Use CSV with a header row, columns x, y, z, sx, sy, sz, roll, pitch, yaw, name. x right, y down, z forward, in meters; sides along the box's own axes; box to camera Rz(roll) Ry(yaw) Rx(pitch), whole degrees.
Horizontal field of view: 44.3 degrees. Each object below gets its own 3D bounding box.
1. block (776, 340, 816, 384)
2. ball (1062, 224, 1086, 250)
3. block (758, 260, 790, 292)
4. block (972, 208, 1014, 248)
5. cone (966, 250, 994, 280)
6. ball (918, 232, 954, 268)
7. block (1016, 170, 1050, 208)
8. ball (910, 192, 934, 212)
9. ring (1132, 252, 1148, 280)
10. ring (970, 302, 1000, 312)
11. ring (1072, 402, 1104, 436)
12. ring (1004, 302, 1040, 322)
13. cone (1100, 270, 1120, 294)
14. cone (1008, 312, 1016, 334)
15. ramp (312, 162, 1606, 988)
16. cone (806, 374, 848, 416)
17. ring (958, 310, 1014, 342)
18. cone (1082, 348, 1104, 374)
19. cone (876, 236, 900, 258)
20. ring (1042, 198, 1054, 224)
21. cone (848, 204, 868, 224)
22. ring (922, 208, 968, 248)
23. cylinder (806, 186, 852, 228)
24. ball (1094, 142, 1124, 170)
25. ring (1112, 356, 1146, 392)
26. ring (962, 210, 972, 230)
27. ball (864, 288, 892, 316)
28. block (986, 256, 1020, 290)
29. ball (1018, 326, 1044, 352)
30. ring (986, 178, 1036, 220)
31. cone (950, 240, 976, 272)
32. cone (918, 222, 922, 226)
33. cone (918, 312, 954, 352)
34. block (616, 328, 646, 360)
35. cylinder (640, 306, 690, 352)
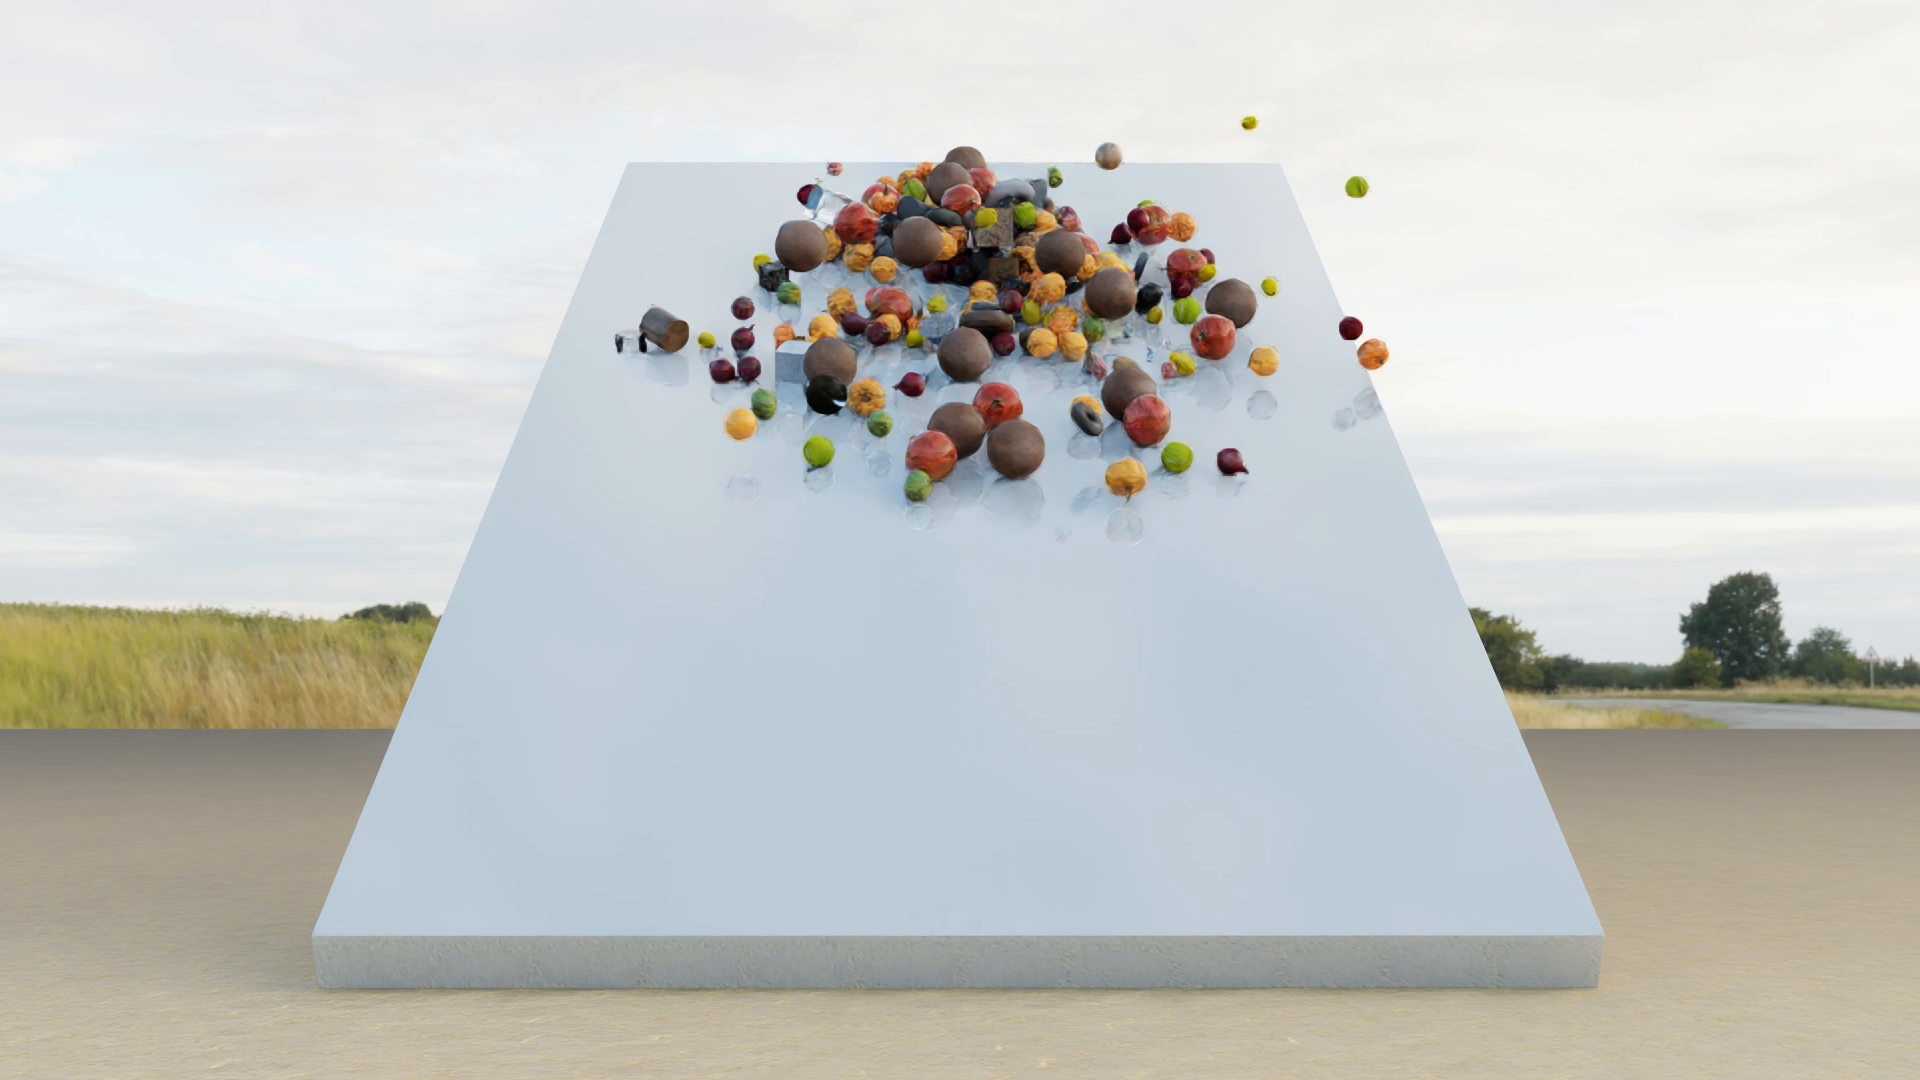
x,y,z,sx,sy,sz,roll,pitch,yaw,name
-0.394,-0.426,5.663,0.077,0.077,0.077,7,27,14,block
0.315,-0.835,6.506,0.068,0.068,0.068,0,-4,0,ball
-0.490,-0.695,6.226,0.060,0.060,0.060,-17,31,-31,block
0.086,-0.822,6.212,0.099,0.099,0.099,-2,6,-6,block
0.053,-0.744,6.310,0.083,0.083,0.083,1,22,-8,cone
-0.065,-0.785,6.371,0.096,0.096,0.096,0,-4,0,ball
0.212,-1.021,6.855,0.086,0.086,0.086,1,27,7,block
-0.113,-0.955,6.732,0.081,0.081,0.081,0,-4,0,ball
0.480,-0.730,6.289,0.026,0.077,0.077,23,-4,3,ring
0.062,-0.572,5.836,0.075,0.025,0.075,2,-8,0,ring
0.281,-0.266,5.206,0.029,0.087,0.087,-41,-25,25,ring
0.159,-0.583,6.034,0.098,0.033,0.098,4,28,-2,ring
0.375,-0.657,6.090,0.057,0.057,0.057,27,12,-6,cone
0.124,-0.556,5.943,0.052,0.052,0.052,14,25,-7,cone
-0.010,-0.228,5.463,2.000,0.100,4.000,0,26,0,ramp
-0.315,-0.336,5.519,0.096,0.096,0.096,1,-1,-7,cone
0.064,-0.530,5.843,0.137,0.046,0.137,2,-18,1,ring
0.315,-0.442,5.704,0.058,0.058,0.058,-13,32,9,cone
-0.186,-0.784,6.418,0.062,0.062,0.062,36,-12,-9,cone
0.250,-0.927,6.650,0.025,0.075,0.075,-2,-4,-11,ring
-0.290,-0.934,6.719,0.055,0.055,0.055,0,26,0,cone
-0.040,-0.843,6.403,0.135,0.045,0.135,15,-37,11,ring
-0.354,-0.900,6.385,0.092,0.092,0.092,11,-10,-35,cylinder
0.405,-1.044,6.417,0.078,0.078,0.078,0,-4,0,ball
0.401,-0.393,5.600,0.098,0.098,0.033,5,-38,-47,ring
0.061,-0.855,6.319,0.112,0.037,0.112,2,-14,1,ring
-0.210,-0.612,6.047,0.070,0.070,0.070,0,-4,0,ball
0.112,-0.700,6.186,0.080,0.080,0.080,2,9,-2,block
0.176,-0.496,5.822,0.064,0.064,0.064,0,-4,0,ball
0.143,-0.964,6.686,0.146,0.049,0.146,-11,-34,-8,ring
0.003,-0.779,6.341,0.081,0.081,0.081,-1,-34,18,cone
-0.137,-0.932,6.682,0.072,0.072,0.072,9,21,-3,cone
-0.045,-0.493,5.789,0.092,0.092,0.092,-2,-43,19,cone
-0.809,-0.483,5.803,0.052,0.052,0.052,21,33,36,block
-0.728,-0.519,5.818,0.088,0.088,0.088,32,15,34,cylinder
